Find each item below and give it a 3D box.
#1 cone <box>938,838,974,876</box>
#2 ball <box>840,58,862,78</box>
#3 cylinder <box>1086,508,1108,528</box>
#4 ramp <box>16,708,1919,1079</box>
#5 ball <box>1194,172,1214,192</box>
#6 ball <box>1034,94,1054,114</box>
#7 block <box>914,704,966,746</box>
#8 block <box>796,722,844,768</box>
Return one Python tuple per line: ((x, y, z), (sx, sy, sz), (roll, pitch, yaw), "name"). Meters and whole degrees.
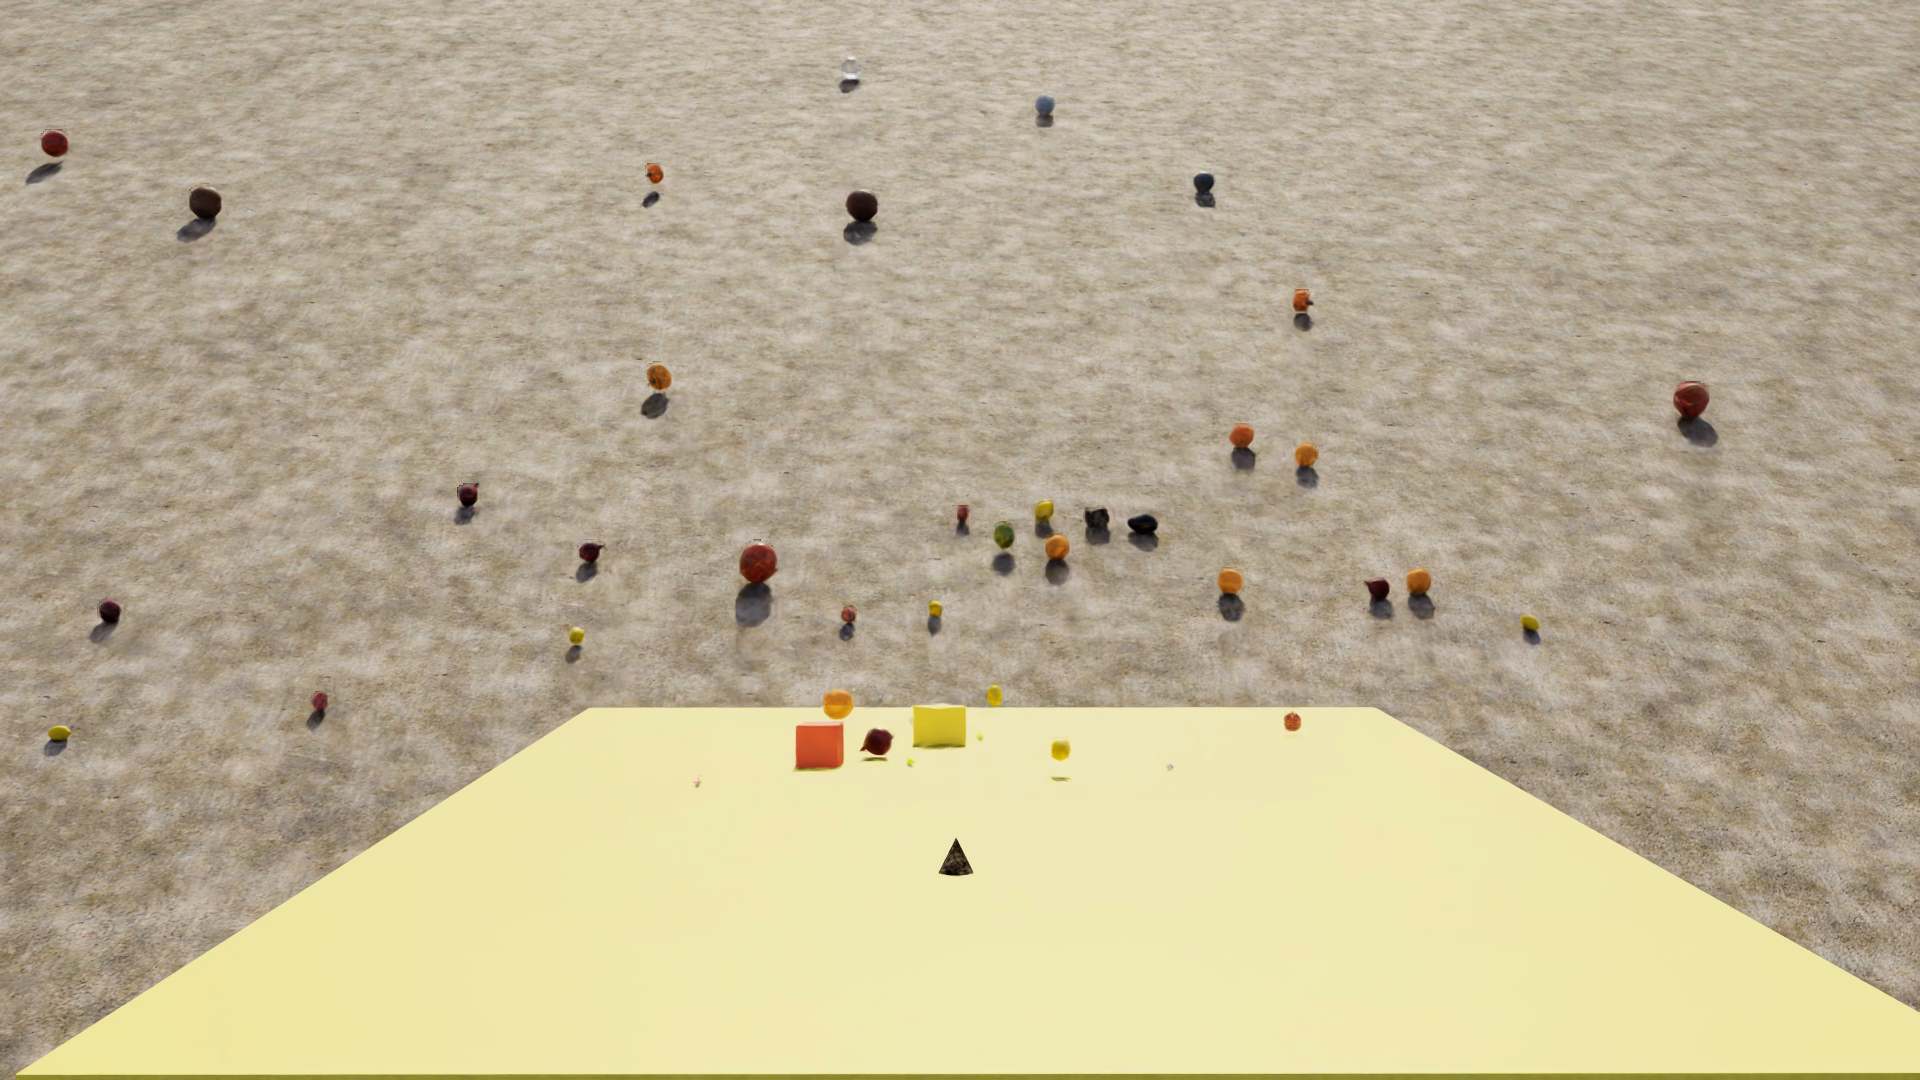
((-0.006, 0.471, 3.856), (0.053, 0.053, 0.053), (0, 1, 0), "cone")
((-0.512, -2.226, 12.168), (0.099, 0.099, 0.099), (0, 26, 0), "ball")
((0.411, -0.067, 7.737), (0.054, 0.054, 0.054), (-10, 27, -19), "cylinder")
((0.058, 0.529, 4.566), (2.000, 0.100, 4.000), (0, 1, 0), "ramp")
((1.006, -1.475, 10.625), (0.086, 0.086, 0.086), (0, 26, 0), "ball")
((0.383, -1.966, 11.641), (0.090, 0.090, 0.090), (0, 26, 0), "ball")
((-0.045, 0.408, 5.690), (0.083, 0.083, 0.083), (-1, 2, -38), "block")
((-0.286, 0.418, 5.279), (0.085, 0.085, 0.085), (0, 1, 7), "block")
